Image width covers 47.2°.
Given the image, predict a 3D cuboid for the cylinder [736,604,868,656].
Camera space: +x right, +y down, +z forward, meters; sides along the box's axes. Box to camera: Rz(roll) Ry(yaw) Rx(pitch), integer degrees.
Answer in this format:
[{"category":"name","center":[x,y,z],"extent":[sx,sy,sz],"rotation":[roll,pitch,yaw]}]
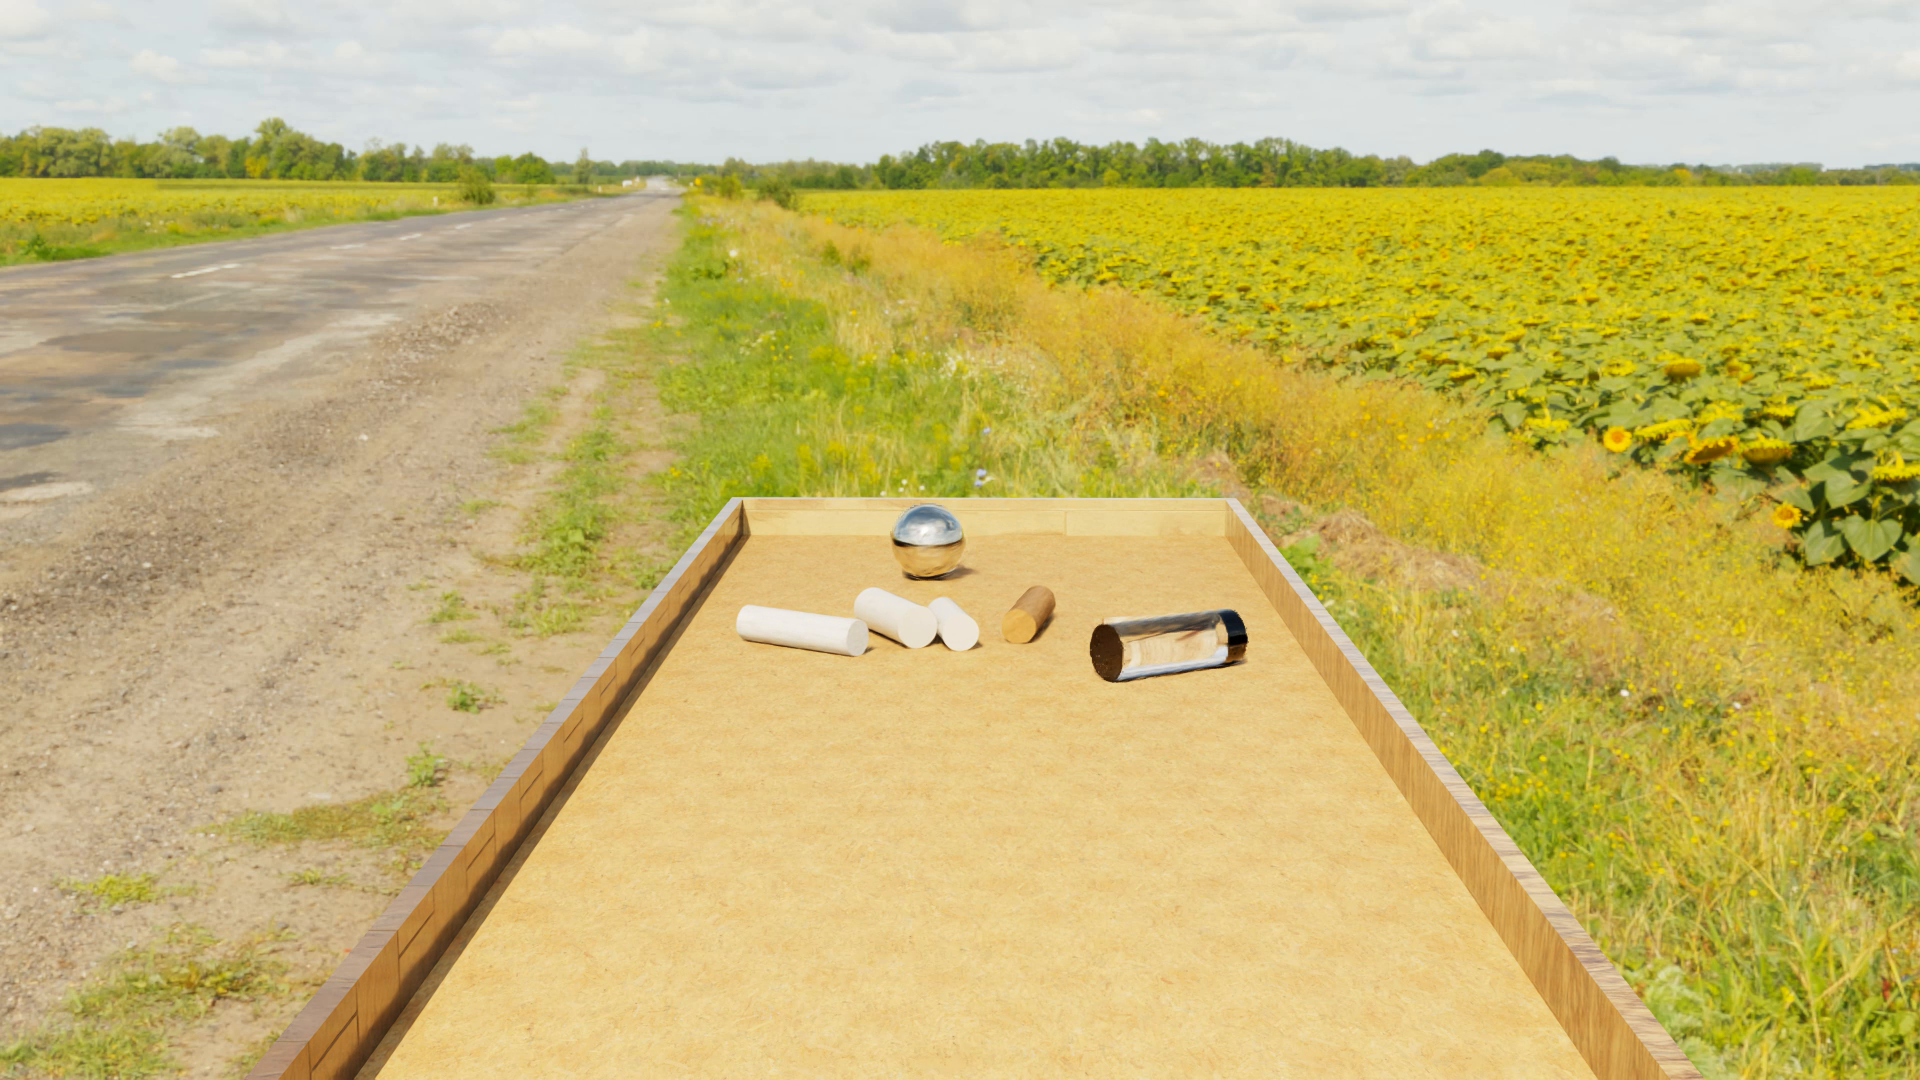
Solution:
[{"category":"cylinder","center":[-0.494,0.281,6.871],"extent":[0.438,0.114,0.114],"rotation":[6,11,34]}]

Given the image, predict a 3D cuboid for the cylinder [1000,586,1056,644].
[{"category":"cylinder","center":[0.224,0.239,7.145],"extent":[0.111,0.111,0.438],"rotation":[2,9,11]}]

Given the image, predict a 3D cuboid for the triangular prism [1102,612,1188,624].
[{"category":"triangular prism","center":[0.586,0.289,6.776],"extent":[0.314,0.121,0.140],"rotation":[-3,10,-18]}]

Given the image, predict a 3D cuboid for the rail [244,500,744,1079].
[{"category":"rail","center":[-1.004,0.839,3.234],"extent":[0.050,0.150,12.000],"rotation":[0,9,1]}]

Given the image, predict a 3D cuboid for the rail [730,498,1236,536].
[{"category":"rail","center":[0.099,-0.098,9.147],"extent":[2.100,0.150,0.050],"rotation":[0,9,1]}]

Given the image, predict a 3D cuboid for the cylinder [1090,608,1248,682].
[{"category":"cylinder","center":[0.620,0.309,6.521],"extent":[0.455,0.169,0.169],"rotation":[-6,11,-32]}]

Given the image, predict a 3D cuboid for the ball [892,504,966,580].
[{"category":"ball","center":[-0.116,0.007,8.089],"extent":[0.274,0.274,0.274],"rotation":[0,9,0]}]

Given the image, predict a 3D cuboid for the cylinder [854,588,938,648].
[{"category":"cylinder","center":[-0.208,0.247,7.024],"extent":[0.135,0.135,0.362],"rotation":[-4,10,-25]}]

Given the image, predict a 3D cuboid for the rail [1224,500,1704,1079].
[{"category":"rail","center":[1.046,0.843,3.208],"extent":[0.050,0.150,12.000],"rotation":[0,9,1]}]

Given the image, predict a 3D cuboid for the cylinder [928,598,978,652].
[{"category":"cylinder","center":[-0.026,0.265,6.970],"extent":[0.115,0.115,0.303],"rotation":[-2,9,-11]}]
